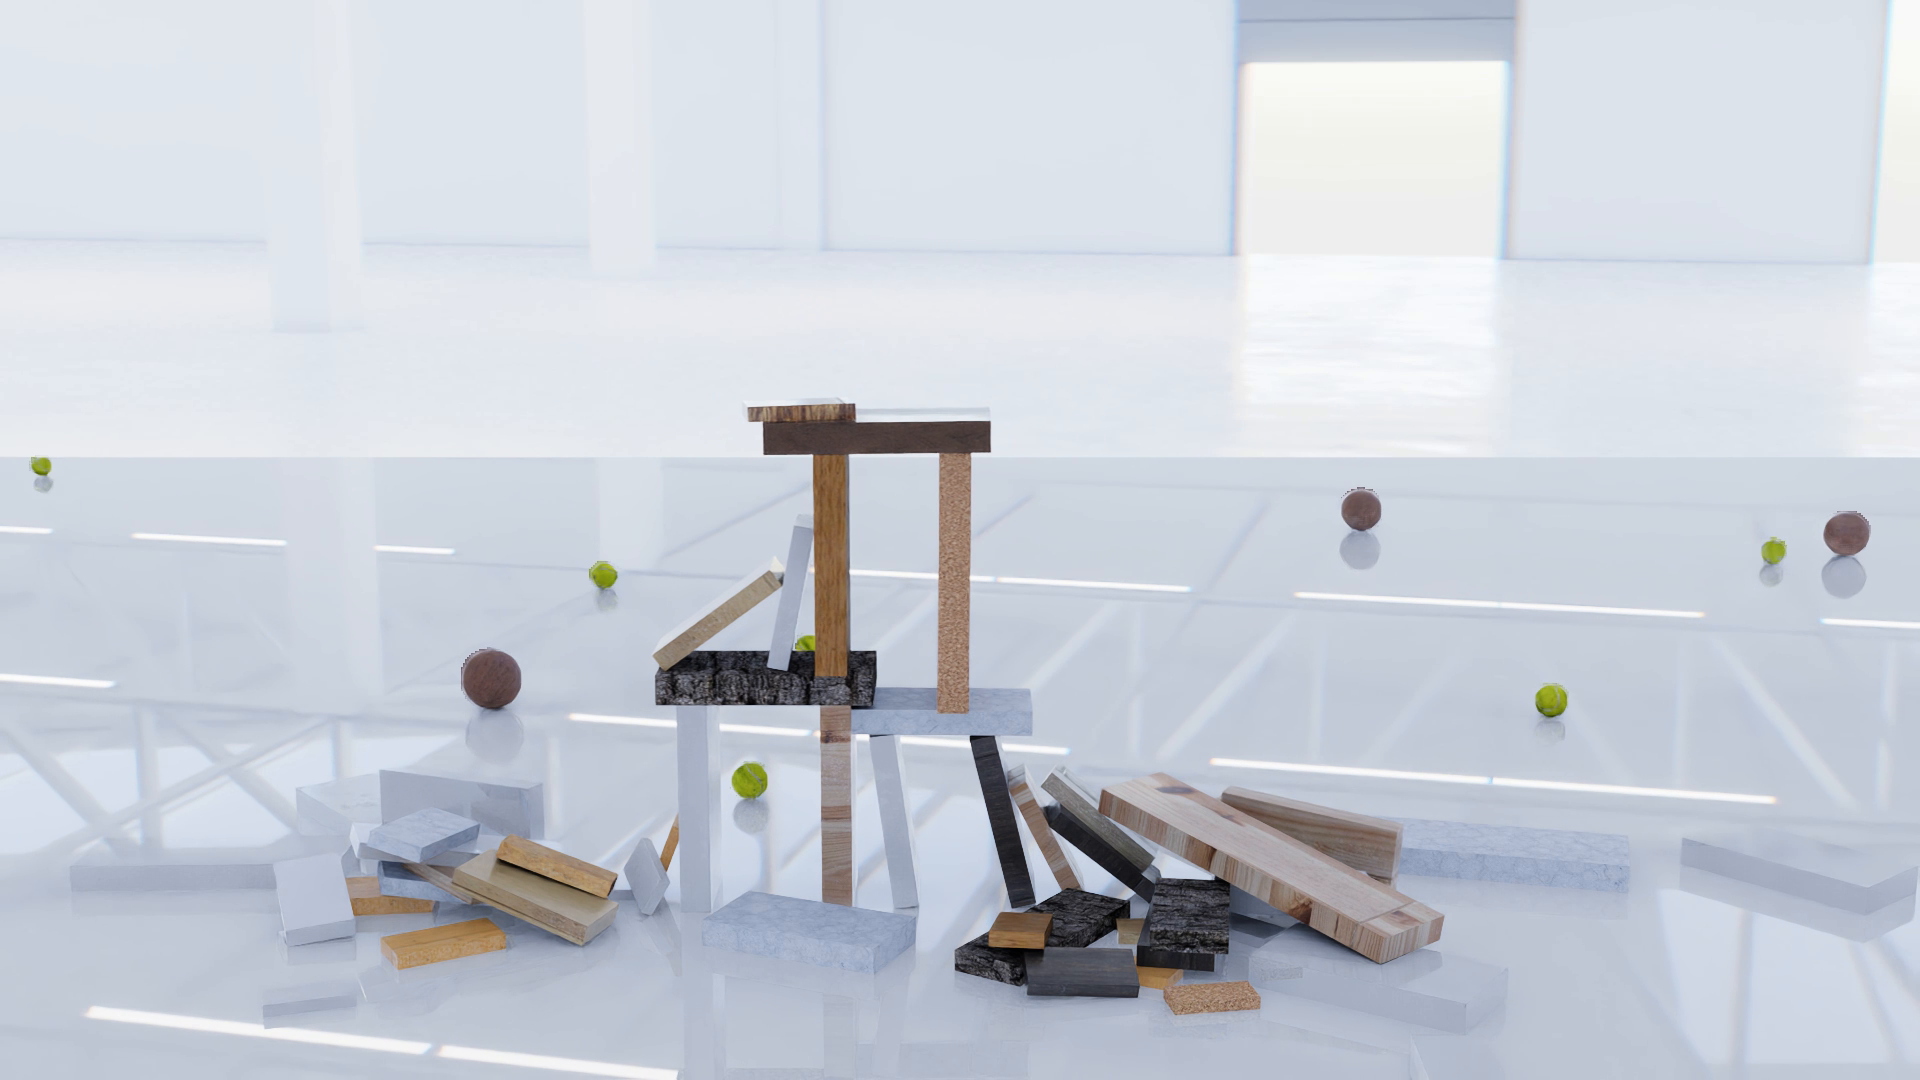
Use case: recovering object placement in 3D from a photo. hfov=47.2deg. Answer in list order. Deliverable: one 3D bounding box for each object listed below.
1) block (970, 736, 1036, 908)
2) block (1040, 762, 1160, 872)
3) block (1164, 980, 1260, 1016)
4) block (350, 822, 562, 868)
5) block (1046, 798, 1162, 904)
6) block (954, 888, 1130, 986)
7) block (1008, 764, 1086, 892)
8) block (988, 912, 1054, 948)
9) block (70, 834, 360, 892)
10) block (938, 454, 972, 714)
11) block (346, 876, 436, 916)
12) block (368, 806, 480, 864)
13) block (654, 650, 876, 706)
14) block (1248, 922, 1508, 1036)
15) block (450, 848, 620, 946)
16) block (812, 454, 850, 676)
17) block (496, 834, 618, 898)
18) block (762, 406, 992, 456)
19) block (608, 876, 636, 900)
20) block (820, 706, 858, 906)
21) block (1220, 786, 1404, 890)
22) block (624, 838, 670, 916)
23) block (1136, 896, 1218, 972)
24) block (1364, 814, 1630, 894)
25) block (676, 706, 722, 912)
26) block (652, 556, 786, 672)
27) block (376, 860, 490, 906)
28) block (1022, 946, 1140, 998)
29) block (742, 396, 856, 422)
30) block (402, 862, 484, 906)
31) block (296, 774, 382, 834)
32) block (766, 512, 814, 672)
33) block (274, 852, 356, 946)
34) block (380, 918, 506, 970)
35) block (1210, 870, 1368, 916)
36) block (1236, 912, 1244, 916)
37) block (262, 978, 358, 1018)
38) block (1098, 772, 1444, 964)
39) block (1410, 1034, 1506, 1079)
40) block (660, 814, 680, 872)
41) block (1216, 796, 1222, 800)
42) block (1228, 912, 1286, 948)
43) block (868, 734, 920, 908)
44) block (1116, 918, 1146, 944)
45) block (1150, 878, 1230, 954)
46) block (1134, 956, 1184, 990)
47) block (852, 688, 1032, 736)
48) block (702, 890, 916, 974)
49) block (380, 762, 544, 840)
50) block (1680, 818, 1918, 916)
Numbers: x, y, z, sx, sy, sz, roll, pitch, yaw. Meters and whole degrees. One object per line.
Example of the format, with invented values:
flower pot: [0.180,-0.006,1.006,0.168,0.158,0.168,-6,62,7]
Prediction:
block: [0.071,0.446,3.643,0.041,0.292,0.146,-13,10,3]
block: [0.235,0.461,3.677,0.220,0.031,0.110,39,9,4]
block: [0.367,0.667,3.204,0.128,0.018,0.064,-2,11,-10]
block: [-0.823,0.510,3.617,0.341,0.027,0.095,10,9,-24]
block: [0.241,0.512,3.648,0.220,0.031,0.110,38,9,-6]
block: [0.133,0.617,3.435,0.117,0.033,0.335,7,13,33]
block: [0.144,0.487,3.652,0.031,0.220,0.110,-27,9,5]
block: [0.093,0.592,3.337,0.082,0.023,0.165,1,0,7]
block: [-1.268,0.551,3.759,0.444,0.043,0.153,0,11,-2]
block: [-0.009,0.055,3.566,0.050,0.420,0.178,1,11,0]
block: [-0.970,0.585,3.616,0.209,0.030,0.104,-1,11,-7]
block: [-0.869,0.478,3.572,0.095,0.027,0.189,16,9,15]
block: [-0.313,0.225,3.598,0.347,0.049,0.174,0,11,0]
block: [0.616,0.644,3.248,0.337,0.048,0.168,7,13,33]
block: [-0.676,0.566,3.500,0.237,0.034,0.118,21,13,12]
block: [-0.206,0.026,3.559,0.050,0.356,0.178,0,11,-1]
block: [-0.653,0.529,3.571,0.189,0.027,0.094,21,-1,-2]
block: [-0.130,-0.176,3.522,0.356,0.050,0.178,-1,11,0]
block: [-0.590,0.581,3.667,0.133,0.019,0.067,0,11,0]
block: [-0.199,0.420,3.635,0.049,0.347,0.174,0,11,0]
block: [0.571,0.511,3.617,0.298,0.149,0.042,10,15,25]
block: [-0.515,0.551,3.611,0.019,0.067,0.133,24,13,-30]
block: [0.345,0.604,3.400,0.117,0.033,0.233,2,11,11]
block: [0.893,0.539,3.810,0.505,0.048,0.168,3,11,15]
block: [-0.430,0.420,3.635,0.049,0.347,0.174,0,11,0]
block: [-0.390,0.119,3.577,0.237,0.034,0.118,-36,9,6]
block: [-0.845,0.560,3.608,0.209,0.030,0.104,10,9,-21]
block: [0.177,0.638,3.248,0.165,0.023,0.082,3,29,-6]
block: [-0.257,-0.208,3.499,0.171,0.024,0.085,-3,11,-11]
block: [-0.816,0.545,3.571,0.171,0.024,0.086,19,10,34]
block: [-1.087,0.498,4.046,0.153,0.043,0.307,-8,13,-38]
block: [-0.272,0.083,3.573,0.034,0.237,0.118,11,10,-3]
block: [-1.037,0.575,3.530,0.104,0.030,0.209,-7,25,-20]
block: [-0.802,0.625,3.412,0.171,0.024,0.086,-6,12,-31]
block: [0.524,0.563,3.523,0.247,0.082,0.023,4,29,-4]
block: [0.412,0.597,3.578,0.131,0.018,0.065,-5,12,-27]
block: [-0.949,0.667,3.205,0.131,0.018,0.065,-4,11,-18]
block: [0.479,0.506,3.467,0.149,0.042,0.580,-9,24,-42]
block: [0.667,0.713,2.929,0.100,0.028,0.200,0,11,2]
block: [-0.487,0.527,3.650,0.019,0.133,0.067,21,10,-4]
block: [0.548,0.509,4.028,0.200,0.028,0.100,7,13,34]
block: [0.447,0.616,3.480,0.128,0.018,0.064,10,14,42]
block: [-0.107,0.445,3.642,0.041,0.292,0.146,-8,10,1]
block: [0.313,0.617,3.470,0.131,0.018,0.065,0,11,0]
block: [0.355,0.575,3.377,0.117,0.033,0.233,1,11,7]
block: [0.265,0.648,3.308,0.128,0.018,0.064,5,12,27]
block: [-0.029,0.281,3.612,0.292,0.041,0.146,1,11,0]
block: [-0.236,0.612,3.437,0.298,0.042,0.149,5,11,24]
block: [-0.866,0.483,3.823,0.307,0.153,0.043,4,11,22]
block: [1.424,0.552,3.741,0.168,0.048,0.337,-9,14,-39]
